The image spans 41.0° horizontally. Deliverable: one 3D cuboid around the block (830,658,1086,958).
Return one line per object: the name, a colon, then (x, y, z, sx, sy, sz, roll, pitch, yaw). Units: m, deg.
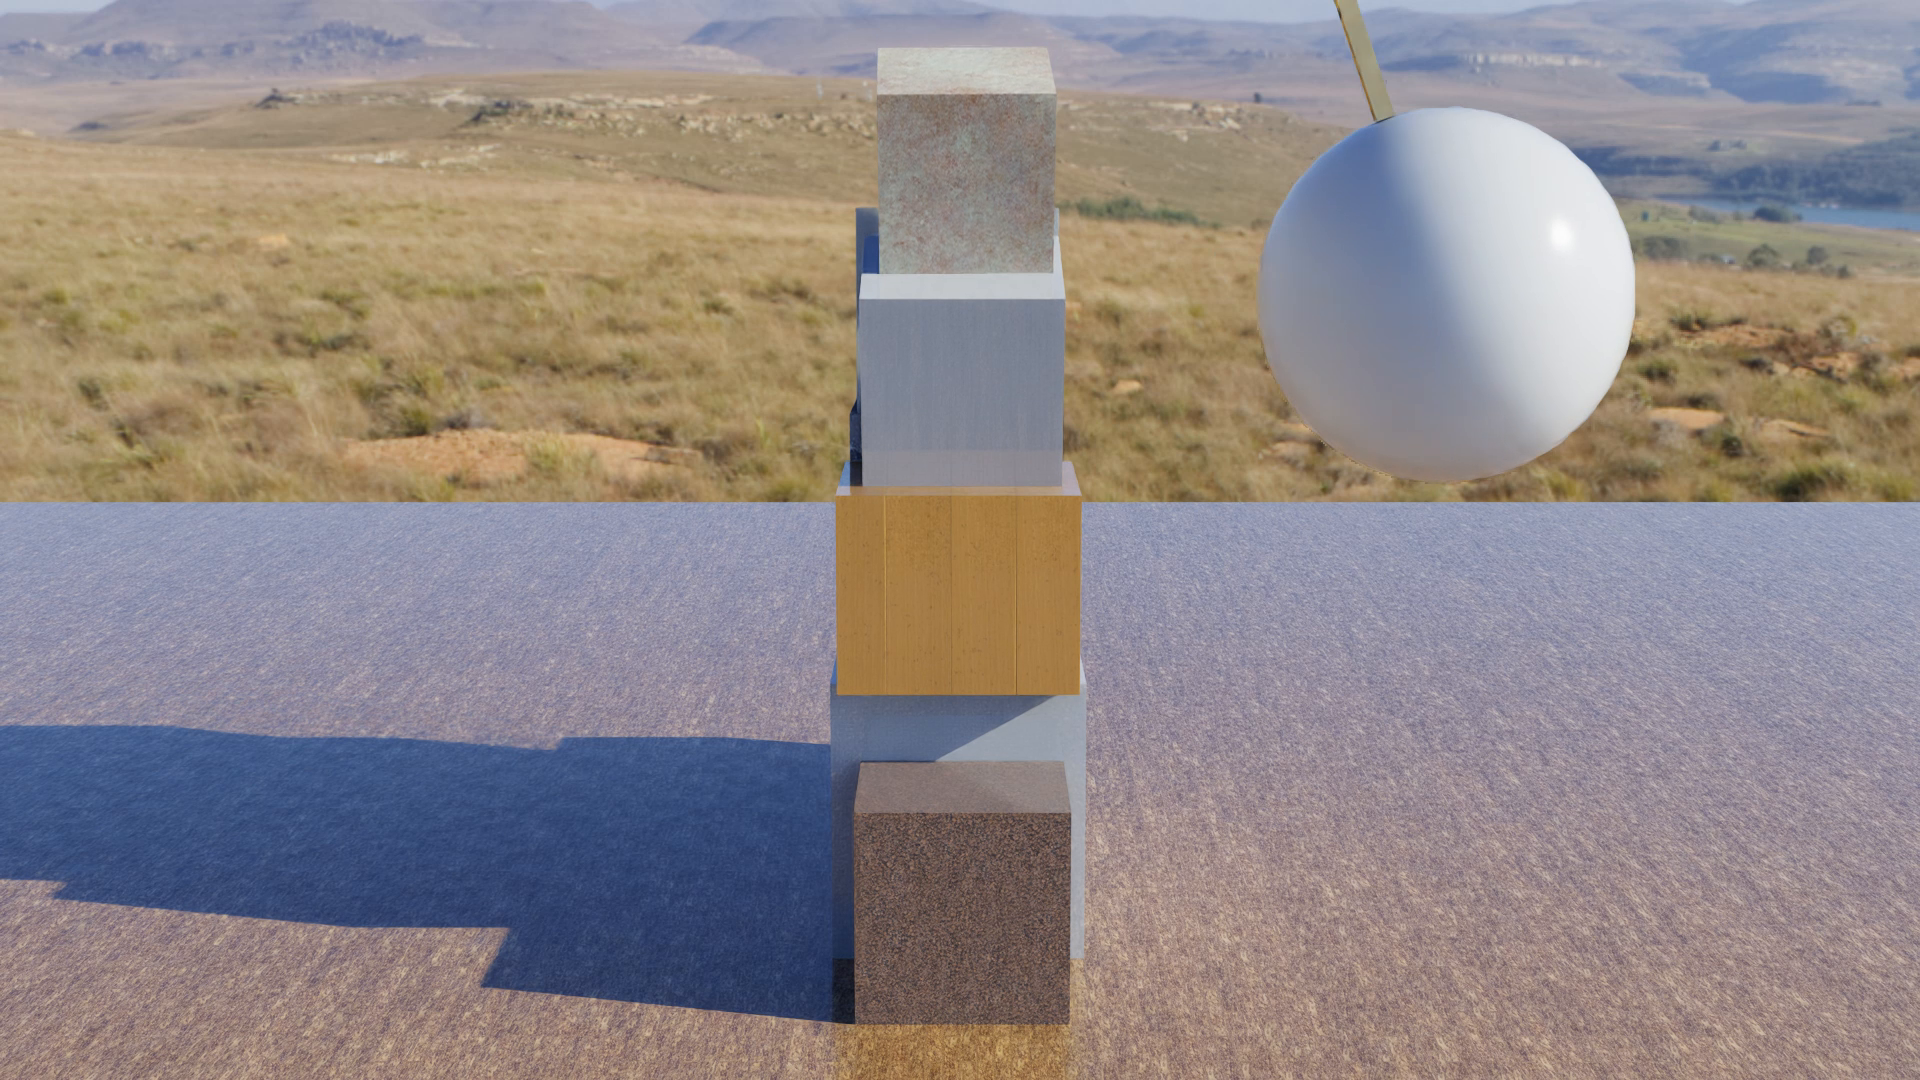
block: (-0.007, 1.024, 10.764, 1.011, 1.133, 1.124, 0, 10, 0)

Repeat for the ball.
ball: (2.074, -1.046, 10.990, 1.600, 1.600, 1.600, 0, 10, 0)

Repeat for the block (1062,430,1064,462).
block: (0.010, -0.141, 12.058, 0.913, 0.971, 0.941, 0, 8, 0)

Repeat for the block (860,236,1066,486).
block: (0.008, -0.717, 10.167, 0.778, 0.776, 0.724, 0, 26, 0)

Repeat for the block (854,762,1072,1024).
block: (0.009, 1.345, 9.875, 0.803, 0.821, 0.719, 0, 10, 0)

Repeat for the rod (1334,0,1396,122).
rod: (0.899, -4.184, 10.420, 0.080, 5.200, 0.080, -20, 10, 4)

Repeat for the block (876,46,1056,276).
block: (0.018, -1.492, 10.057, 0.672, 0.715, 0.667, -1, 26, -1)

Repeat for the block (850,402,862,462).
block: (-0.016, -0.108, 11.151, 0.887, 0.957, 0.834, 0, 8, 0)

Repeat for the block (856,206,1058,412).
block: (-0.011, -1.002, 11.022, 0.839, 0.849, 0.741, 0, 8, 0)

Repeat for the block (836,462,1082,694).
block: (-0.005, 0.137, 10.294, 0.940, 0.782, 0.878, 0, 10, 0)
